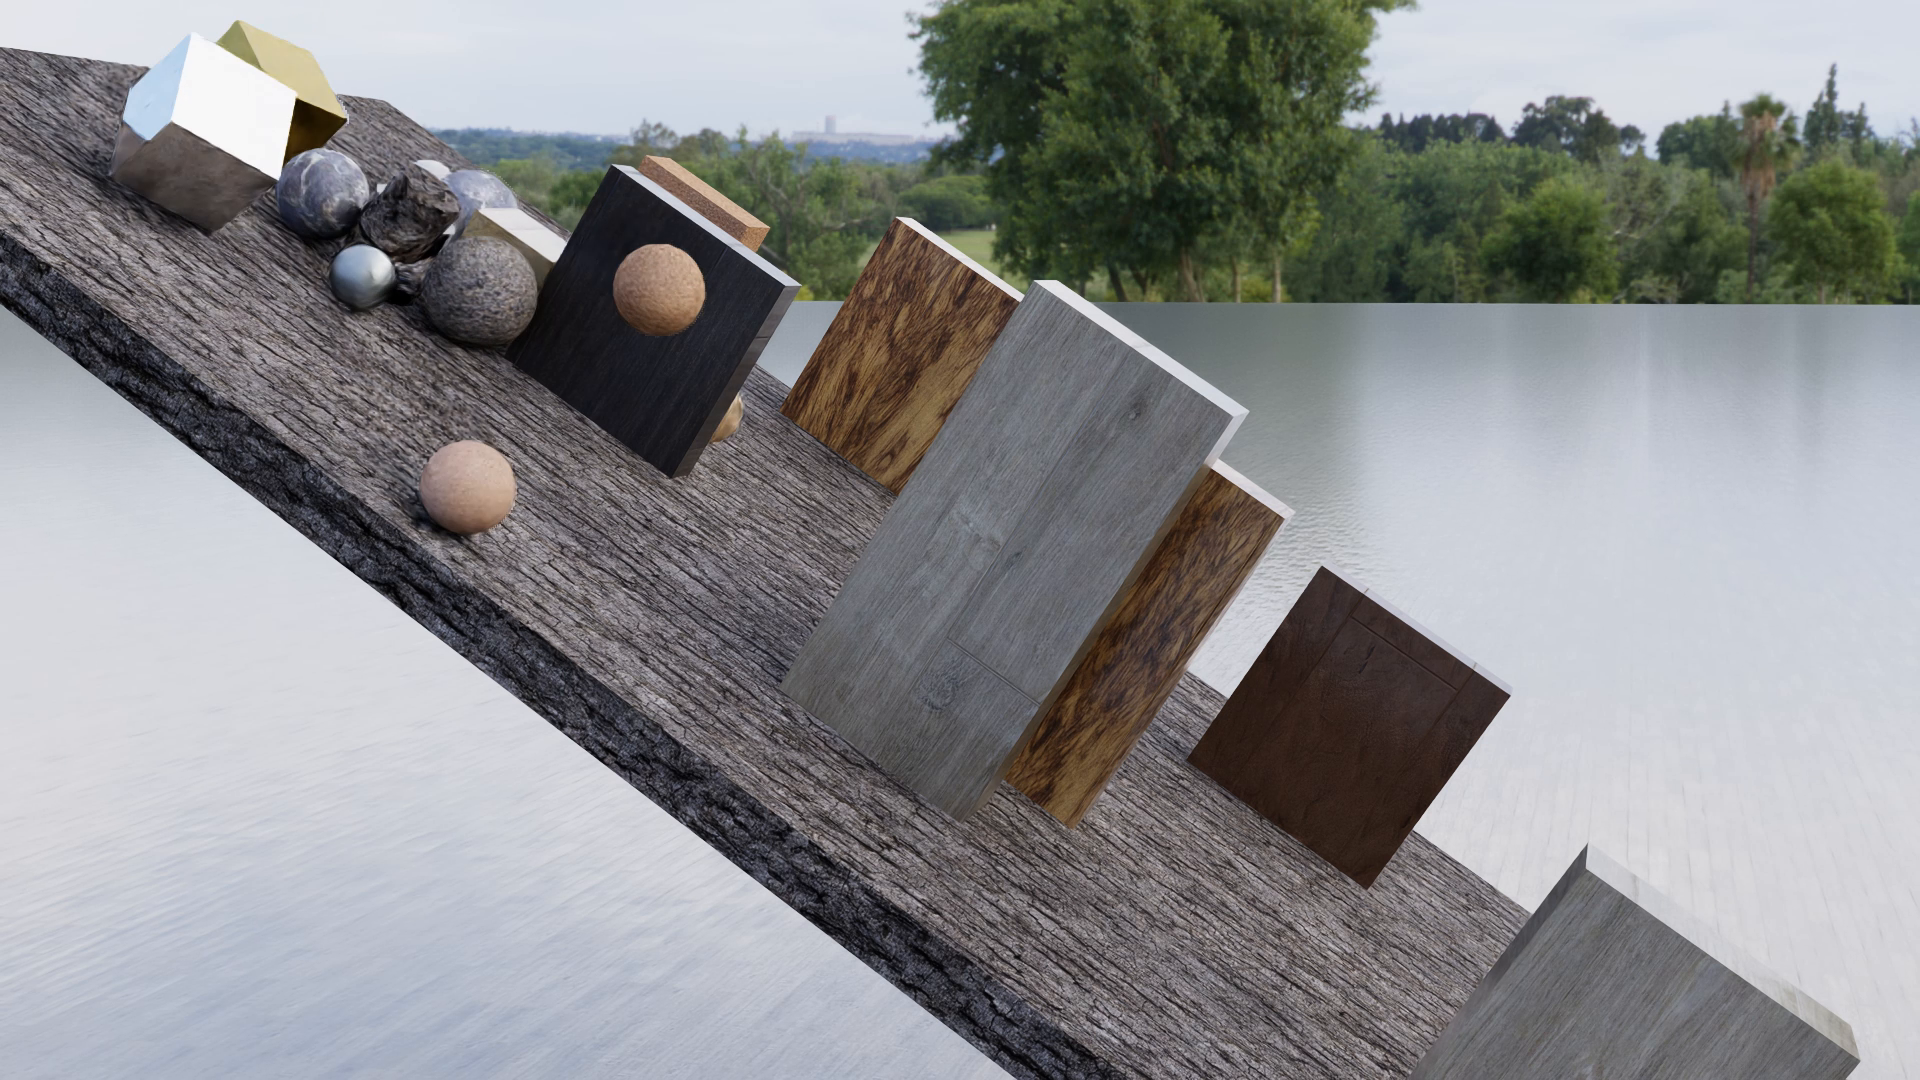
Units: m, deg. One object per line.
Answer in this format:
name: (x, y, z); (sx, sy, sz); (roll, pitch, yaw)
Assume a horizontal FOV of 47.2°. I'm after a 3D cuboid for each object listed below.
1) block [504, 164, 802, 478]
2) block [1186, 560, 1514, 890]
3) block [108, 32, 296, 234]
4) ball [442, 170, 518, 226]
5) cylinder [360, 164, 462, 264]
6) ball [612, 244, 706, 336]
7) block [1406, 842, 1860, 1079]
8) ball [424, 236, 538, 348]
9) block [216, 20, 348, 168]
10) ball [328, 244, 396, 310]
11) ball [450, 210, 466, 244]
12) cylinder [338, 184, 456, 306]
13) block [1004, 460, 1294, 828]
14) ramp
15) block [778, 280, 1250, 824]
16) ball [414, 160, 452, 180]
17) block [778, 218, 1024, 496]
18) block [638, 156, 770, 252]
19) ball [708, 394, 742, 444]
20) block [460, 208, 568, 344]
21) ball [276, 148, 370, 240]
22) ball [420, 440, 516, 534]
block: (-0.582, -0.411, 4.141); (0.410, 0.429, 0.083); (35, 15, 10)
block: (0.760, 0.362, 4.316); (0.433, 0.479, 0.084); (35, 15, 10)
block: (-1.310, -0.703, 3.808); (0.205, 0.205, 0.205); (-27, -40, 35)
ball: (-1.007, -0.665, 4.534); (0.195, 0.195, 0.195); (0, 7, 0)
cylinder: (-0.941, -0.558, 3.771); (0.121, 0.121, 0.121); (-43, -7, 17)
ball: (-0.524, -0.436, 3.830); (0.159, 0.159, 0.159); (0, 7, 0)
block: (0.849, 0.778, 2.979); (0.411, 0.589, 0.141); (35, 15, 10)
ball: (-0.893, -0.462, 4.099); (0.209, 0.209, 0.209); (0, 7, 0)
block: (-1.363, -0.852, 4.295); (0.192, 0.192, 0.192); (-41, -26, 18)
ball: (-1.072, -0.471, 3.944); (0.117, 0.117, 0.117); (0, 7, 0)
ball: (-1.037, -0.615, 4.271); (0.149, 0.149, 0.149); (0, 7, 0)
cylinder: (-1.059, -0.553, 4.122); (0.164, 0.164, 0.164); (33, 16, -11)
block: (0.213, 0.107, 3.704); (0.397, 0.641, 0.111); (35, 15, 10)
ramp: (-0.129, 0.217, 4.100); (4.000, 0.100, 2.000); (35, 15, 10)
block: (0.077, 0.020, 3.450); (0.366, 0.773, 0.138); (35, 15, 10)
ball: (-1.119, -0.742, 4.625); (0.115, 0.115, 0.115); (0, 7, 0)
block: (-0.117, -0.404, 4.894); (0.351, 0.512, 0.110); (35, 15, 10)
block: (-0.609, -0.510, 4.390); (0.257, 0.433, 0.113); (35, 15, 10)
ball: (-0.486, -0.253, 4.254); (0.131, 0.131, 0.131); (0, 7, 0)
block: (-0.883, -0.522, 4.347); (0.189, 0.189, 0.189); (35, 15, 7)
ball: (-1.202, -0.651, 4.147); (0.171, 0.171, 0.171); (0, 7, 0)
ball: (-0.745, -0.080, 3.327); (0.142, 0.142, 0.142); (0, 7, 0)
